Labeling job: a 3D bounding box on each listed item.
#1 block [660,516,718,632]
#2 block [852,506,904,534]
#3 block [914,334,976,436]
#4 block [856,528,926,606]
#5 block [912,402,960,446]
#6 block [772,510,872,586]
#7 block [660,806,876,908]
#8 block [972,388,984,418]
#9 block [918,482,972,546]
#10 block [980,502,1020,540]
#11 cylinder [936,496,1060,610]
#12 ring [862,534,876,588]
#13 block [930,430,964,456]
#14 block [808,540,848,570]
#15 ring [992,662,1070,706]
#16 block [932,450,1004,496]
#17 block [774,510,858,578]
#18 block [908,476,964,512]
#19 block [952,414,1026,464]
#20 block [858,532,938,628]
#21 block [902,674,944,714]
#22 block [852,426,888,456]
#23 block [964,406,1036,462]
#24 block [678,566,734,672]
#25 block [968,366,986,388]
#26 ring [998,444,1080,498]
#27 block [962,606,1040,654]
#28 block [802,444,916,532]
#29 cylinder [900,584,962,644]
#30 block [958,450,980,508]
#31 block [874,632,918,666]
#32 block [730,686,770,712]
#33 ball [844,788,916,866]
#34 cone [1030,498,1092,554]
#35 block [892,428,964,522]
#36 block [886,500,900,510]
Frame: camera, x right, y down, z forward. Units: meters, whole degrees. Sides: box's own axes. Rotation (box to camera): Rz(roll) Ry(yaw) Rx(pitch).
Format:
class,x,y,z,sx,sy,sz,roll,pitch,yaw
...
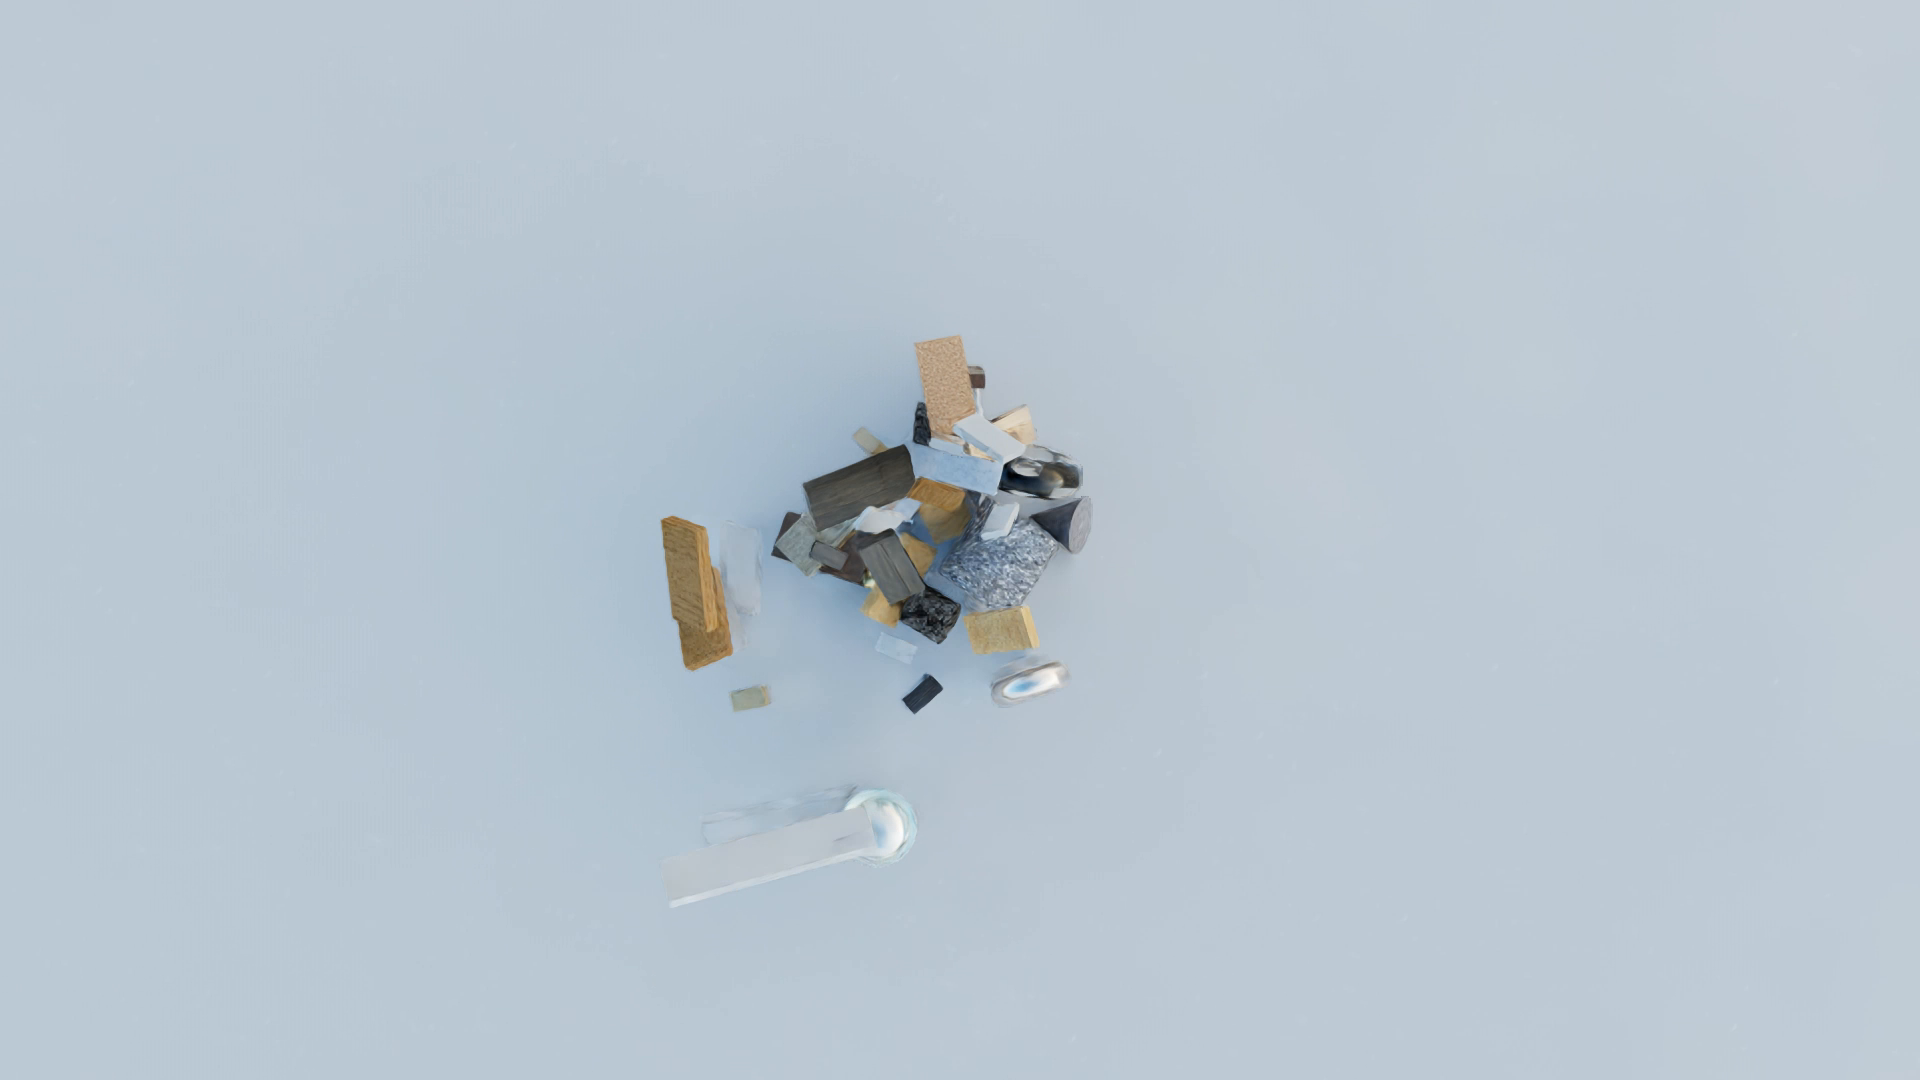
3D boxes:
class,x,y,z,sx,sy,sz,roll,pitch,yaw
block,-0.808,0.103,4.925,0.159,0.045,0.326,17,120,39
block,-0.225,-0.052,4.580,0.072,0.145,0.021,-50,58,20
block,-0.039,-0.449,4.824,0.141,0.040,0.283,-11,85,-1
block,-0.189,0.074,4.533,0.112,0.032,0.223,-25,130,3
block,-0.067,-0.336,4.979,0.141,0.283,0.040,15,76,1
block,-0.447,0.027,5.436,0.315,0.045,0.158,17,80,11
block,-0.596,0.985,5.141,0.658,0.042,0.149,-13,52,-13
block,-0.007,-0.380,5.344,0.161,0.322,0.046,5,49,12
block,-0.070,-0.130,5.393,0.149,0.042,0.298,-25,127,0
block,0.111,-0.051,4.535,0.072,0.145,0.021,-11,117,24
cylinder,0.124,0.060,5.354,0.292,0.292,0.292,34,90,0
ring,-0.276,0.072,5.467,0.185,0.062,0.185,0,86,2
block,-0.036,-0.276,4.678,0.093,0.226,0.026,15,99,-1
block,-0.428,0.051,5.350,0.119,0.017,0.059,24,94,-25
ring,0.229,0.466,5.342,0.268,0.268,0.089,-19,83,0
block,0.023,-0.195,4.691,0.186,0.026,0.093,15,96,5
block,-0.441,-0.041,5.404,0.158,0.045,0.315,43,85,14
block,-0.067,-0.129,4.675,0.145,0.021,0.072,18,133,-26
block,0.080,-0.280,4.561,0.186,0.093,0.026,36,133,26
block,-0.201,0.133,5.428,0.042,0.149,0.298,30,91,40
block,-0.123,0.514,5.491,0.129,0.018,0.064,-41,90,0
block,-0.229,-0.248,4.989,0.045,0.318,0.159,-43,109,-1
block,0.117,-0.307,4.958,0.254,0.032,0.112,-29,113,-33
block,-0.840,0.256,5.381,0.158,0.045,0.315,-23,58,13
block,0.003,-0.516,5.174,0.141,0.650,0.040,4,98,-1
ring,0.206,-0.218,5.101,0.345,0.345,0.115,12,105,0
block,0.111,0.246,4.482,0.032,0.223,0.112,-23,99,-44
block,-0.287,-0.149,4.757,0.318,0.159,0.045,-22,47,-12
cylinder,-0.095,0.241,5.411,0.147,0.147,0.147,31,90,13
block,-0.007,-0.247,5.377,0.161,0.046,0.322,4,131,0
block,-0.214,0.361,5.491,0.129,0.018,0.064,24,90,0
block,-0.698,0.528,5.465,0.129,0.018,0.064,-13,90,24
ball,-0.266,0.935,5.374,0.252,0.252,0.252,0,90,0
cone,0.312,-0.062,5.451,0.189,0.189,0.189,12,90,24
block,-0.133,-0.231,5.182,0.161,0.046,0.322,38,105,1
block,-0.239,-0.152,5.169,0.059,0.017,0.119,-46,79,9
